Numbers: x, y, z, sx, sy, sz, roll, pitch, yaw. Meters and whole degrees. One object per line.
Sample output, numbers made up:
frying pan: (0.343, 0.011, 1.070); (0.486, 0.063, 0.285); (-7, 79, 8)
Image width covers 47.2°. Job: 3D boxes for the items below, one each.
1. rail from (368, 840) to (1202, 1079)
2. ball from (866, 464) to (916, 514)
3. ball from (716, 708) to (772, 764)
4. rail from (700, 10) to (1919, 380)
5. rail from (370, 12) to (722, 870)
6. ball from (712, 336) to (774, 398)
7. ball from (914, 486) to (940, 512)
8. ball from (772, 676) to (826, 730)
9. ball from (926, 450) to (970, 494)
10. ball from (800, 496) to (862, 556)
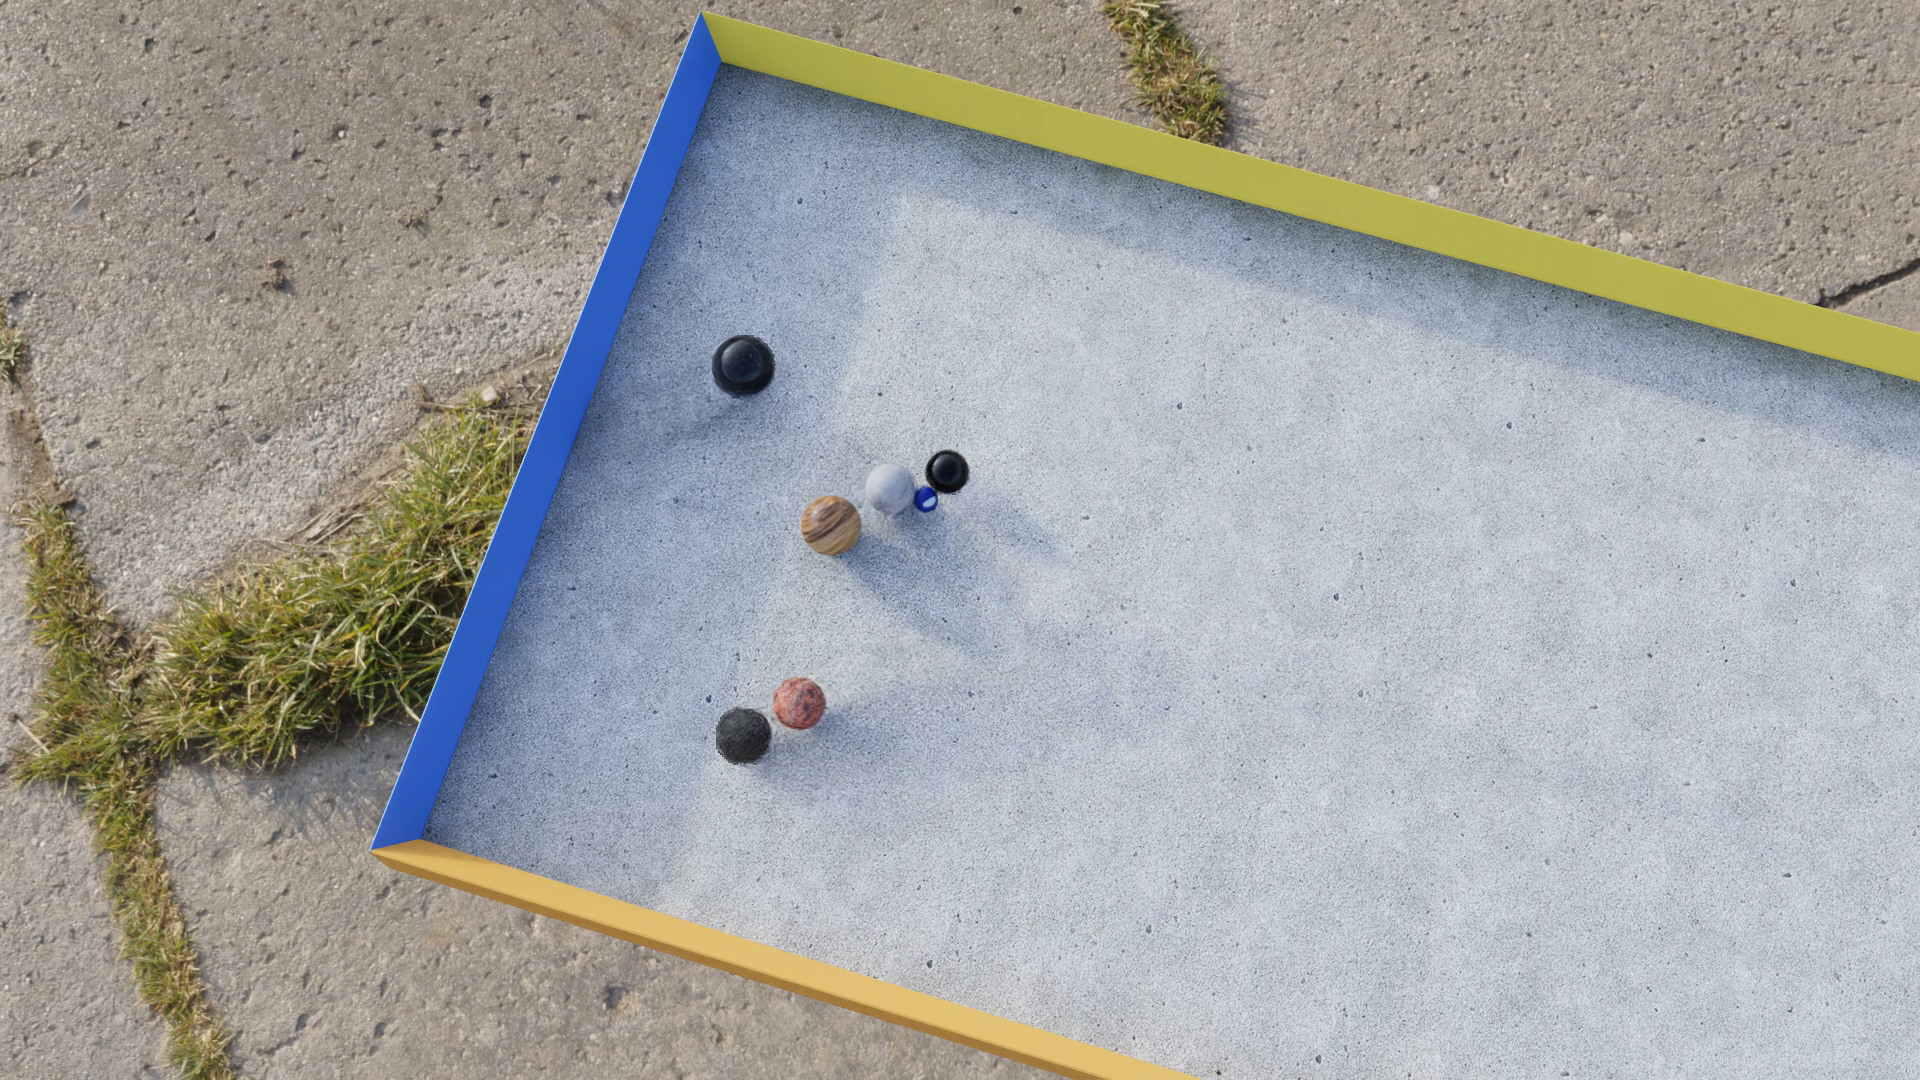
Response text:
rail: (0.436, 0.815, 3.109); (2.679, 0.128, 0.045); (16, 72, 5)
ball: (-0.109, -0.079, 3.445); (0.079, 0.079, 0.079); (0, 71, 0)
ball: (-0.324, 0.295, 3.313); (0.083, 0.083, 0.083); (0, 71, 0)
rail: (0.846, -0.467, 3.552); (2.679, 0.128, 0.045); (16, 72, 5)
rail: (-0.618, -0.186, 3.455); (0.045, 0.128, 1.464); (16, 72, 5)
ball: (-0.347, -0.276, 3.503); (0.098, 0.098, 0.098); (0, 71, 0)
ball: (-0.053, -0.064, 3.460); (0.040, 0.040, 0.040); (0, 71, 0)
ball: (-0.244, 0.247, 3.332); (0.079, 0.079, 0.079); (0, 71, 0)
ball: (-0.020, -0.107, 3.460); (0.069, 0.069, 0.069); (0, 71, 0)
ball: (-0.200, -0.023, 3.417); (0.094, 0.094, 0.094); (0, 71, 0)
